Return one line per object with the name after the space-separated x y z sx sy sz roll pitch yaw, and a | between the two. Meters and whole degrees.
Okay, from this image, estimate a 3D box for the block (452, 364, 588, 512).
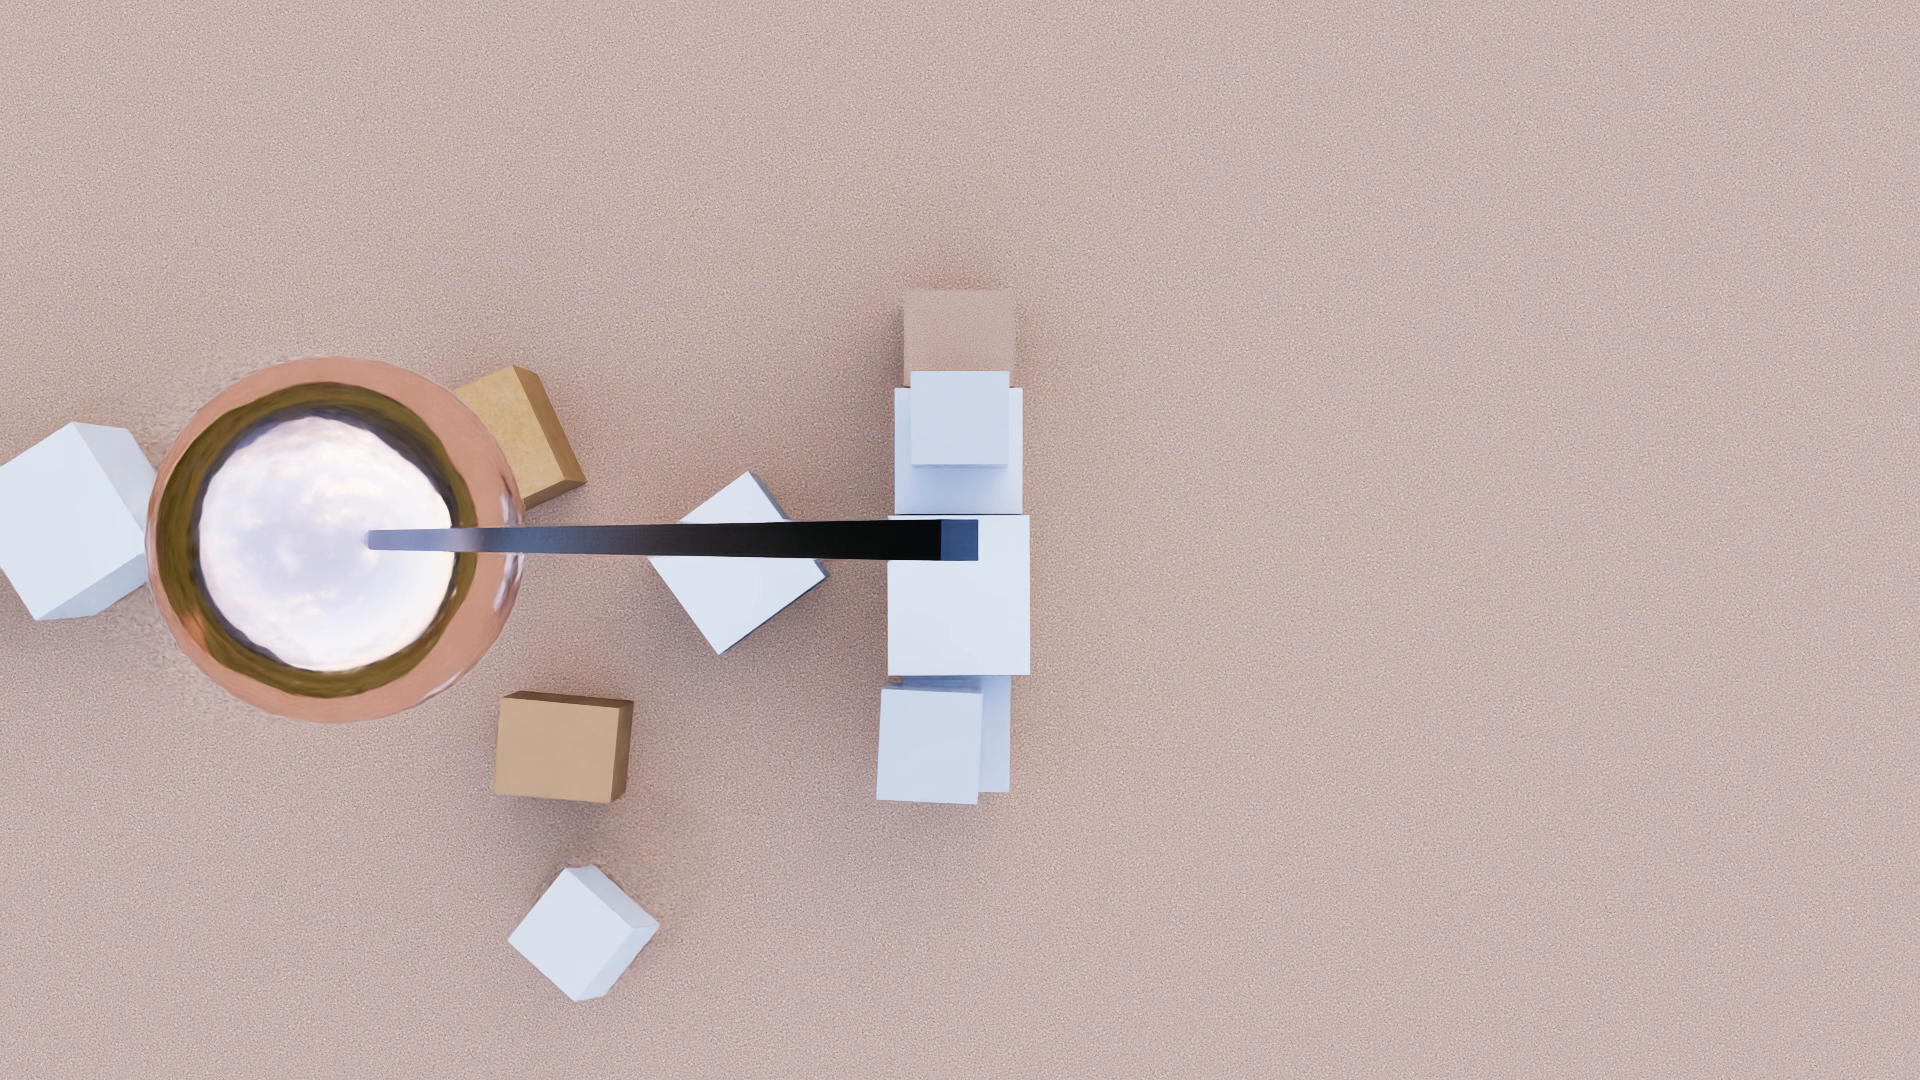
-2.633 -0.529 12.628 0.623 0.744 0.707 -25 90 0 | block

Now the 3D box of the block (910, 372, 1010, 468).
0.000 -0.651 12.024 0.524 0.621 0.495 0 90 0 | block

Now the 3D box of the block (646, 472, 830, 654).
-1.281 0.129 12.703 0.745 0.595 0.740 -36 90 0 | block

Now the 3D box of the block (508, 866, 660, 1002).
-2.164 2.266 12.691 0.532 0.517 0.528 39 90 12 | block

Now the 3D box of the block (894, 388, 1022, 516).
-0.008 -0.500 12.667 0.715 0.665 0.705 0 90 0 | block

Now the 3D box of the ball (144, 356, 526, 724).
-2.695 0.000 9.553 1.600 1.600 1.600 0 90 0 | ball

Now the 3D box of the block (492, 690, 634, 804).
-2.285 1.190 12.716 0.671 0.568 0.542 5 90 0 | block

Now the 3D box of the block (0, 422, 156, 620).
-5.020 -0.104 12.590 0.764 0.819 0.821 -33 90 0 | block

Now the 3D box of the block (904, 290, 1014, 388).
-0.004 -1.132 12.672 0.622 0.655 0.540 0 90 0 | block

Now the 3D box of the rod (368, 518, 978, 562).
-1.168 0.000 6.515 0.080 5.200 0.080 0 90 -27 | rod

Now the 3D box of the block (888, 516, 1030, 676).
-0.007 0.302 12.521 0.777 0.959 0.874 0 90 0 | block

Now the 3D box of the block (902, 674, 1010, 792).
-0.023 1.086 12.681 0.607 0.639 0.656 1 90 0 | block

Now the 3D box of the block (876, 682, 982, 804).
-0.164 1.112 12.093 0.543 0.537 0.594 3 90 0 | block
